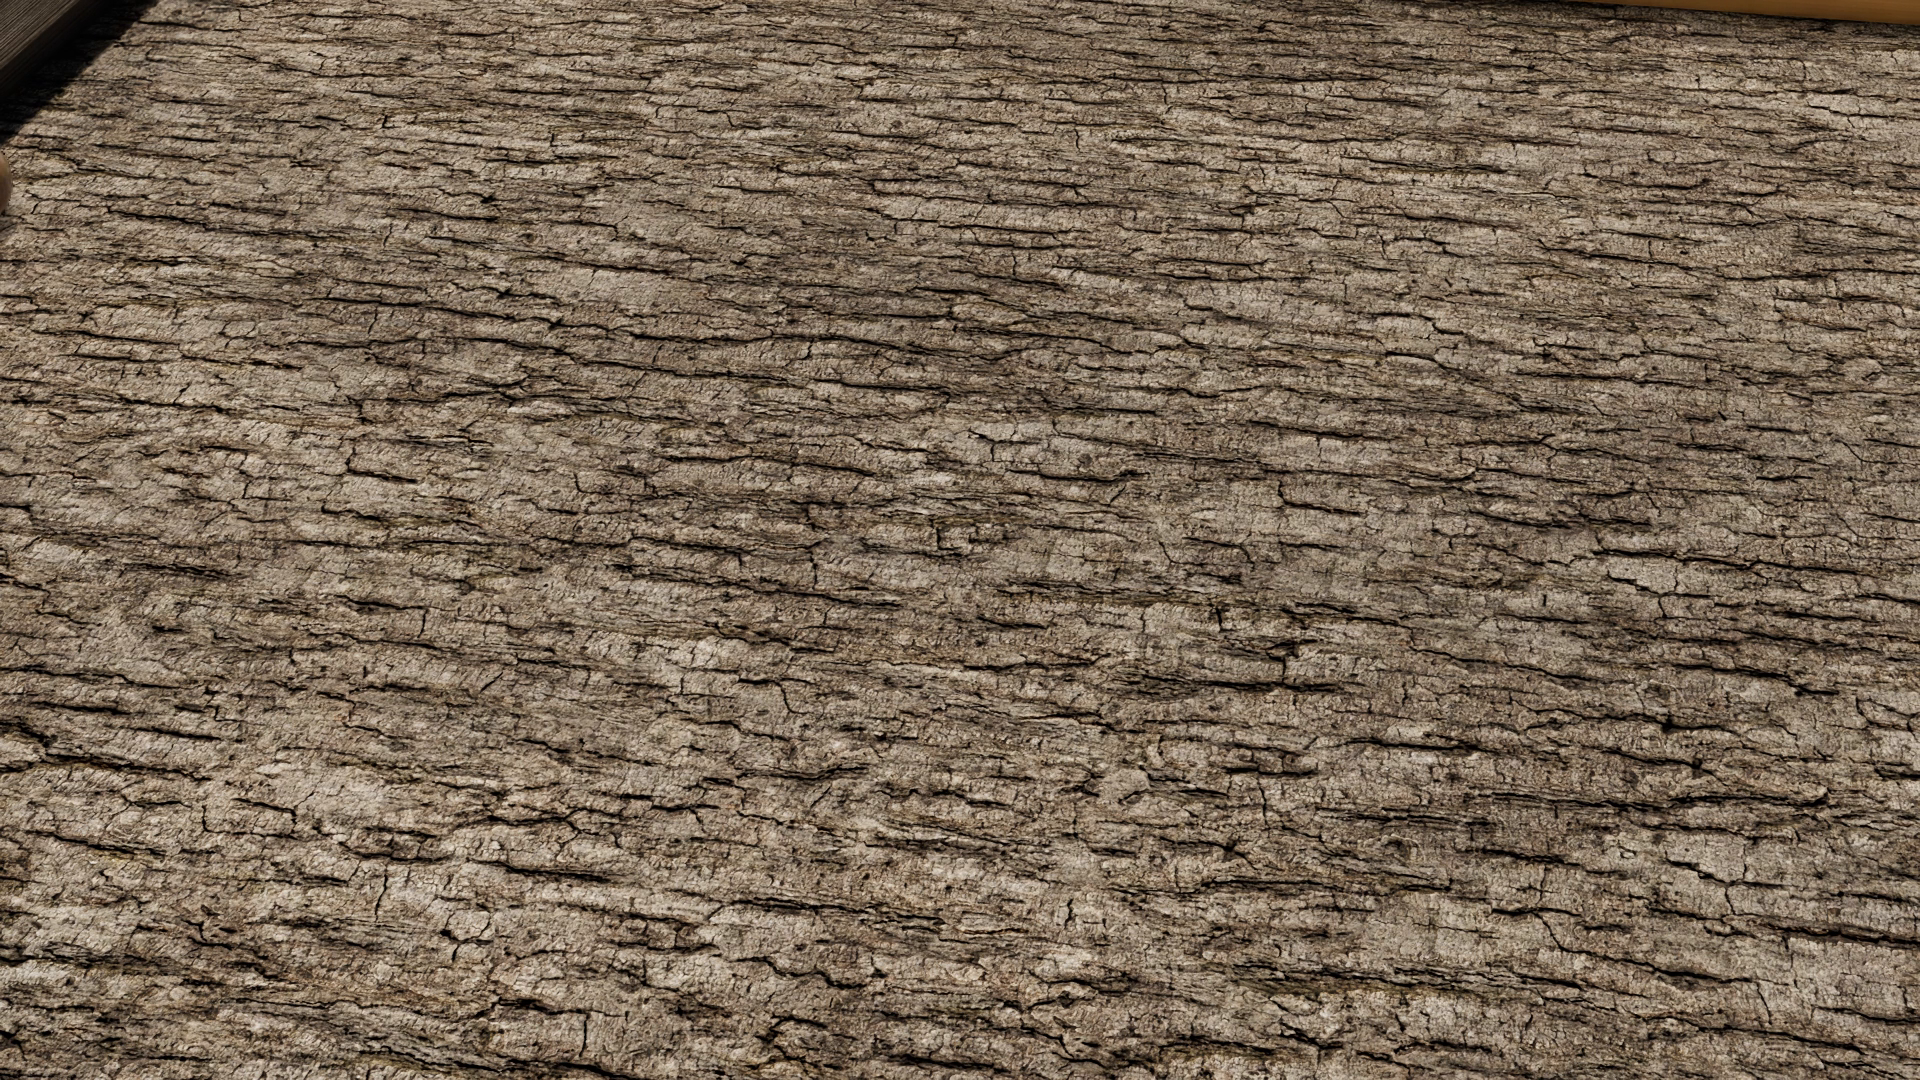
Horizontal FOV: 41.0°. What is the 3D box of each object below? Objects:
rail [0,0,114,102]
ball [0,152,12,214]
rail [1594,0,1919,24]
[{"bbox_3d":[-0.990,-0.122,1.905,0.045,0.119,2.217,6,36,8],"label":"rail"},{"bbox_3d":[-0.860,-0.307,2.194,0.092,0.092,0.092,0,35,0],"label":"ball"},{"bbox_3d":[1.206,-0.528,2.483,4.119,0.119,0.045,6,36,8],"label":"rail"}]
